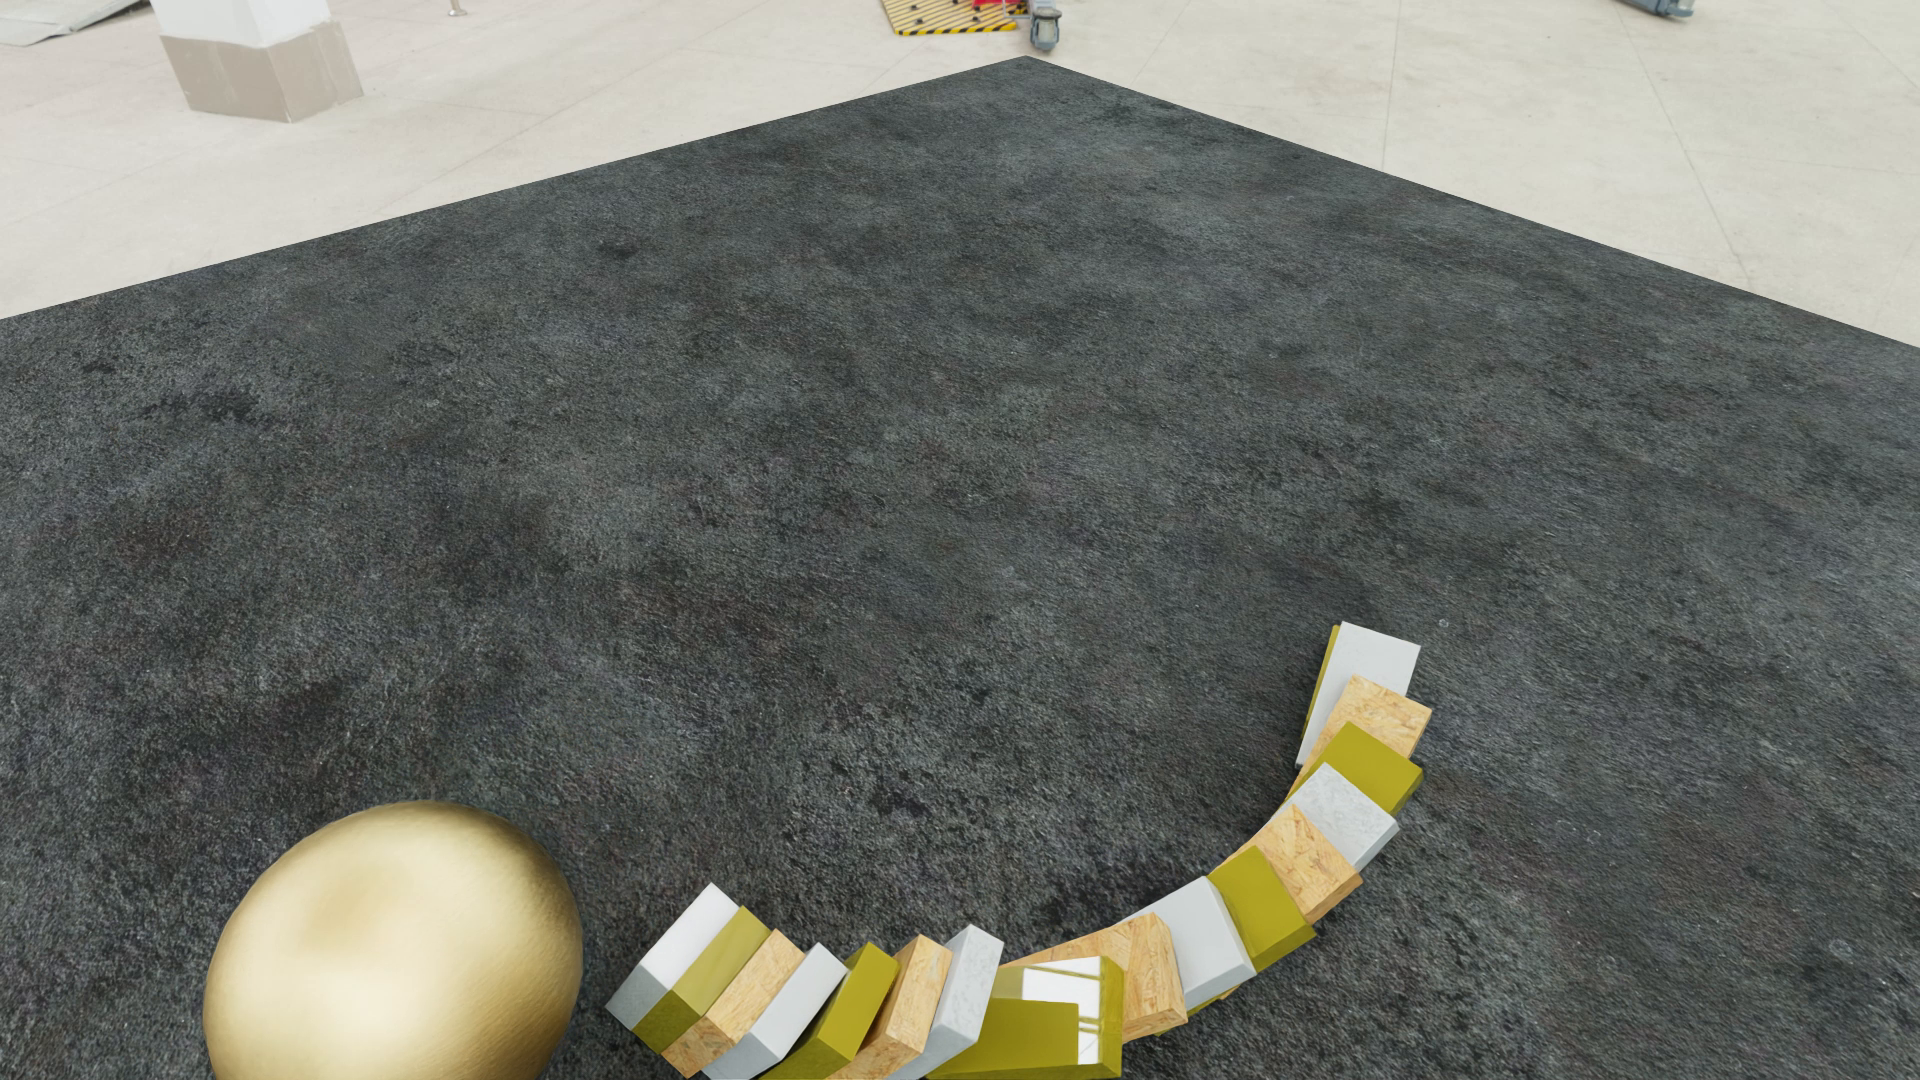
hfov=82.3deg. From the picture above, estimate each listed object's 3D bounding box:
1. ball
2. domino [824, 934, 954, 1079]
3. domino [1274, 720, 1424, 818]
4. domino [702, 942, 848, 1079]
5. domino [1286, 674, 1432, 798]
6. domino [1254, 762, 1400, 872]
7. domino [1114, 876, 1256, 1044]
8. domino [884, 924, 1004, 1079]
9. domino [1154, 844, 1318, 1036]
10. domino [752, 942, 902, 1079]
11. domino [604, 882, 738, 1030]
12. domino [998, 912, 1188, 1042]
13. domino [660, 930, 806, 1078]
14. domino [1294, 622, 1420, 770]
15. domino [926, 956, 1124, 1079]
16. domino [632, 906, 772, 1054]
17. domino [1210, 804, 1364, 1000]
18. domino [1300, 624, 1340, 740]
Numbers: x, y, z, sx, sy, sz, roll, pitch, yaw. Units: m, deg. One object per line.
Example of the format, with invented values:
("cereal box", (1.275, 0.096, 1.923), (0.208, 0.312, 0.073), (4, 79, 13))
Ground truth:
("ball", (-0.132, 0.103, 0.262), (0.080, 0.080, 0.080), (0, 39, 0))
("domino", (-0.020, 0.118, 0.268), (0.009, 0.050, 0.025), (32, 42, -6))
("domino", (0.111, 0.081, 0.326), (0.025, 0.009, 0.050), (36, 81, 35))
("domino", (-0.046, 0.118, 0.269), (0.009, 0.050, 0.025), (41, 49, 3))
("domino", (0.122, 0.069, 0.340), (0.025, 0.009, 0.050), (26, 76, 28))
("domino", (0.097, 0.091, 0.313), (0.050, 0.010, 0.025), (-45, 50, -3))
("domino", (0.049, 0.112, 0.287), (0.050, 0.009, 0.025), (-33, 40, 12))
("domino", (-0.008, 0.117, 0.270), (0.009, 0.050, 0.025), (31, 42, -7))
("domino", (0.066, 0.107, 0.293), (0.050, 0.010, 0.025), (-36, 42, 8))
("domino", (-0.033, 0.119, 0.268), (0.009, 0.050, 0.025), (36, 45, -2))
("domino", (-0.074, 0.107, 0.282), (0.010, 0.050, 0.025), (41, 49, 3))
("domino", (0.031, 0.116, 0.281), (0.050, 0.010, 0.025), (-27, 37, 19))
("domino", (-0.057, 0.115, 0.272), (0.010, 0.050, 0.025), (41, 49, 3))
("domino", (0.129, 0.054, 0.357), (0.025, 0.009, 0.050), (18, 73, 20))
("domino", (0.016, 0.120, 0.274), (0.050, 0.010, 0.025), (-19, 40, 28))
("domino", (-0.066, 0.111, 0.277), (0.009, 0.050, 0.025), (41, 49, 3))
("domino", (0.082, 0.099, 0.303), (0.050, 0.009, 0.025), (-40, 47, 1))
("domino", (0.136, 0.052, 0.380), (0.025, 0.009, 0.050), (17, 42, 19))
